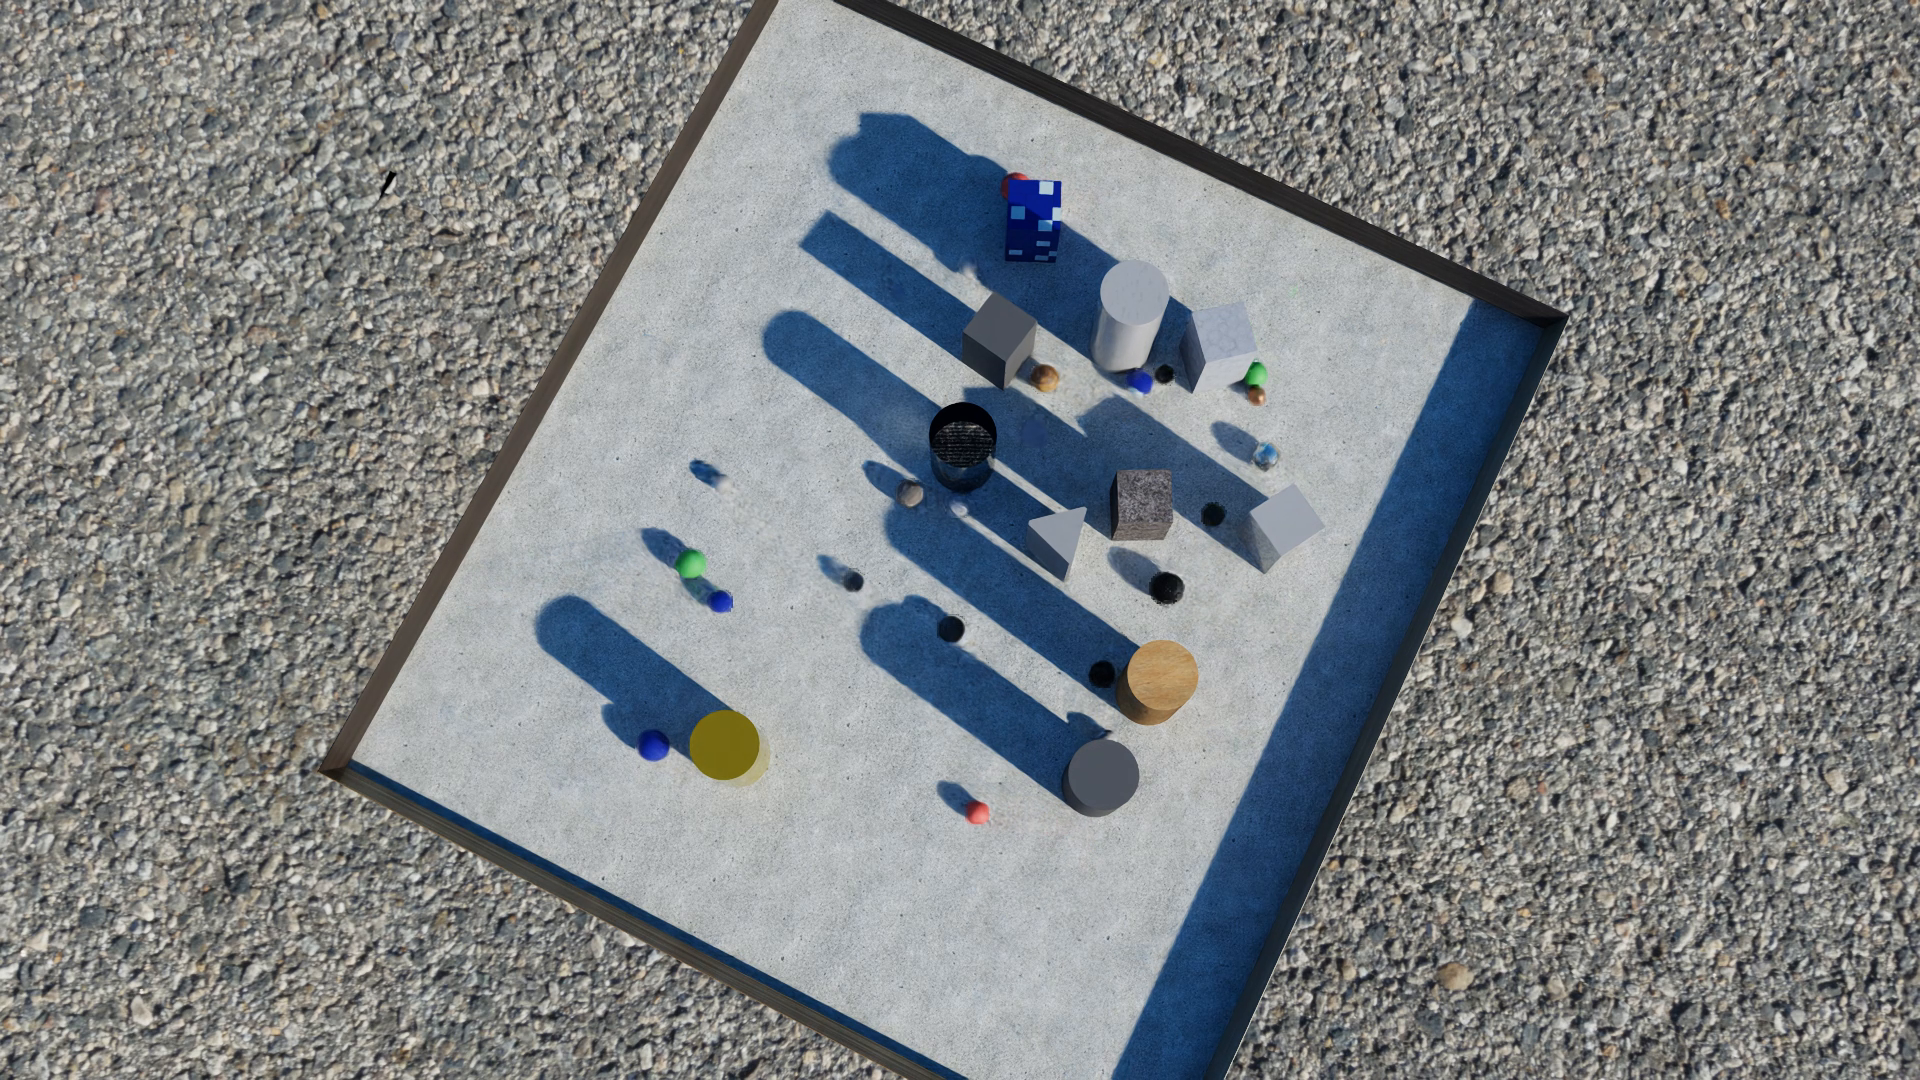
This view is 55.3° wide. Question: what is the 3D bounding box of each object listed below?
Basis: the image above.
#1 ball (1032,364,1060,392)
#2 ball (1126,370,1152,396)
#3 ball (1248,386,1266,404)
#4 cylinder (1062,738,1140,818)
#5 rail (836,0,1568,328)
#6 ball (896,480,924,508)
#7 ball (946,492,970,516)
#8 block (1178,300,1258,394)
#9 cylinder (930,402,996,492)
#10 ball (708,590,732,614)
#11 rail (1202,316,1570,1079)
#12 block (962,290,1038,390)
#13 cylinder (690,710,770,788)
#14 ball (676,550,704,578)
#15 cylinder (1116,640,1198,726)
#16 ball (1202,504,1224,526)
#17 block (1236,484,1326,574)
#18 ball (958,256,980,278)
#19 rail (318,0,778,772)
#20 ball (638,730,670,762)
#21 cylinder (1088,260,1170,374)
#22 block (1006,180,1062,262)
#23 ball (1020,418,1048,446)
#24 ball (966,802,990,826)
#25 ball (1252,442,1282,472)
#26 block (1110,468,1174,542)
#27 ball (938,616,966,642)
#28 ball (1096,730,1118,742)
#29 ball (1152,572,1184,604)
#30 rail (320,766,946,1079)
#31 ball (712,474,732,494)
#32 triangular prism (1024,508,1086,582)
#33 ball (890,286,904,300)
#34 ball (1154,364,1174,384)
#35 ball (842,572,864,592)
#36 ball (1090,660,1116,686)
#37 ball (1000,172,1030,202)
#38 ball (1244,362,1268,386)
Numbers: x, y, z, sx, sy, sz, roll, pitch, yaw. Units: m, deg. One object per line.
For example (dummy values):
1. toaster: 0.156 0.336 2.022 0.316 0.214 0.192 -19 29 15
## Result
1. ball: 0.265 -0.499 5.675 0.087 0.087 0.087 0 78 0
2. ball: 0.556 -0.484 5.675 0.081 0.081 0.081 0 78 0
3. ball: 0.920 -0.450 5.681 0.056 0.056 0.056 0 78 0
4. cylinder: 0.402 0.691 5.292 0.199 0.356 0.199 0 78 0
5. rail: 0.643 -1.253 5.809 2.732 0.129 0.045 26 80 5
6. ball: -0.154 -0.140 5.604 0.083 0.083 0.083 0 78 0
7. ball: -0.004 -0.110 5.602 0.074 0.074 0.074 0 78 0
8. block: 0.782 -0.582 5.571 0.159 0.326 0.159 -14 79 -3
9. cylinder: 0.009 -0.276 5.514 0.199 0.312 0.199 0 78 0
10. ball: -0.727 0.187 5.542 0.071 0.071 0.071 0 78 0
11. rail: 1.201 0.595 5.426 0.045 0.129 2.925 26 80 5
12. block: 0.119 -0.604 5.584 0.159 0.308 0.159 36 81 7
13. cylinder: -0.666 0.611 5.333 0.199 0.307 0.199 0 78 0
14. ball: -0.819 0.073 5.557 0.087 0.087 0.087 0 78 0
15. cylinder: 0.567 0.418 5.320 0.199 0.412 0.199 0 78 0
16. ball: 0.775 -0.076 5.599 0.065 0.065 0.065 0 78 0
17. block: 0.954 -0.031 5.477 0.159 0.286 0.159 -33 80 -6
18. ball: 0.030 -0.859 5.760 0.067 0.067 0.067 0 78 0
19. rail: -1.201 -0.581 5.670 0.045 0.129 2.925 26 80 5
20. ball: -0.910 0.612 5.442 0.095 0.095 0.095 0 78 0
21. cylinder: 0.503 -0.663 5.506 0.199 0.485 0.199 0 78 0
22. block: 0.226 -0.986 5.679 0.159 0.277 0.159 2 78 0
23. ball: 0.228 -0.331 5.640 0.088 0.088 0.088 0 78 0
24. ball: 0.053 0.807 5.414 0.070 0.070 0.070 0 78 0
25. ball: 0.940 -0.254 5.623 0.090 0.090 0.090 0 78 0
26. block: 0.543 -0.103 5.503 0.159 0.265 0.159 -1 78 0
27. ball: -0.025 0.269 5.519 0.082 0.082 0.082 0 78 0
28. ball: 0.437 0.596 5.461 0.064 0.064 0.064 0 78 0
29. ball: 0.628 0.147 5.535 0.100 0.100 0.100 0 78 0
30. rail: -0.643 1.267 5.287 2.732 0.129 0.045 26 80 5
31. ball: -0.729 -0.172 5.622 0.060 0.060 0.060 0 78 0
32. triangular prism: 0.313 -0.013 5.463 0.149 0.306 0.172 -44 82 -8
33. ball: -0.196 -0.775 5.755 0.043 0.043 0.043 0 78 0
34. ball: 0.634 -0.514 5.692 0.060 0.060 0.060 0 78 0
35. ball: -0.323 0.127 5.557 0.065 0.065 0.065 0 78 0
36. ball: 0.427 0.400 5.494 0.079 0.079 0.079 0 78 0
37. ball: 0.179 -1.112 5.796 0.099 0.099 0.099 0 78 0
38. ball: 0.916 -0.516 5.685 0.075 0.075 0.075 0 78 0
